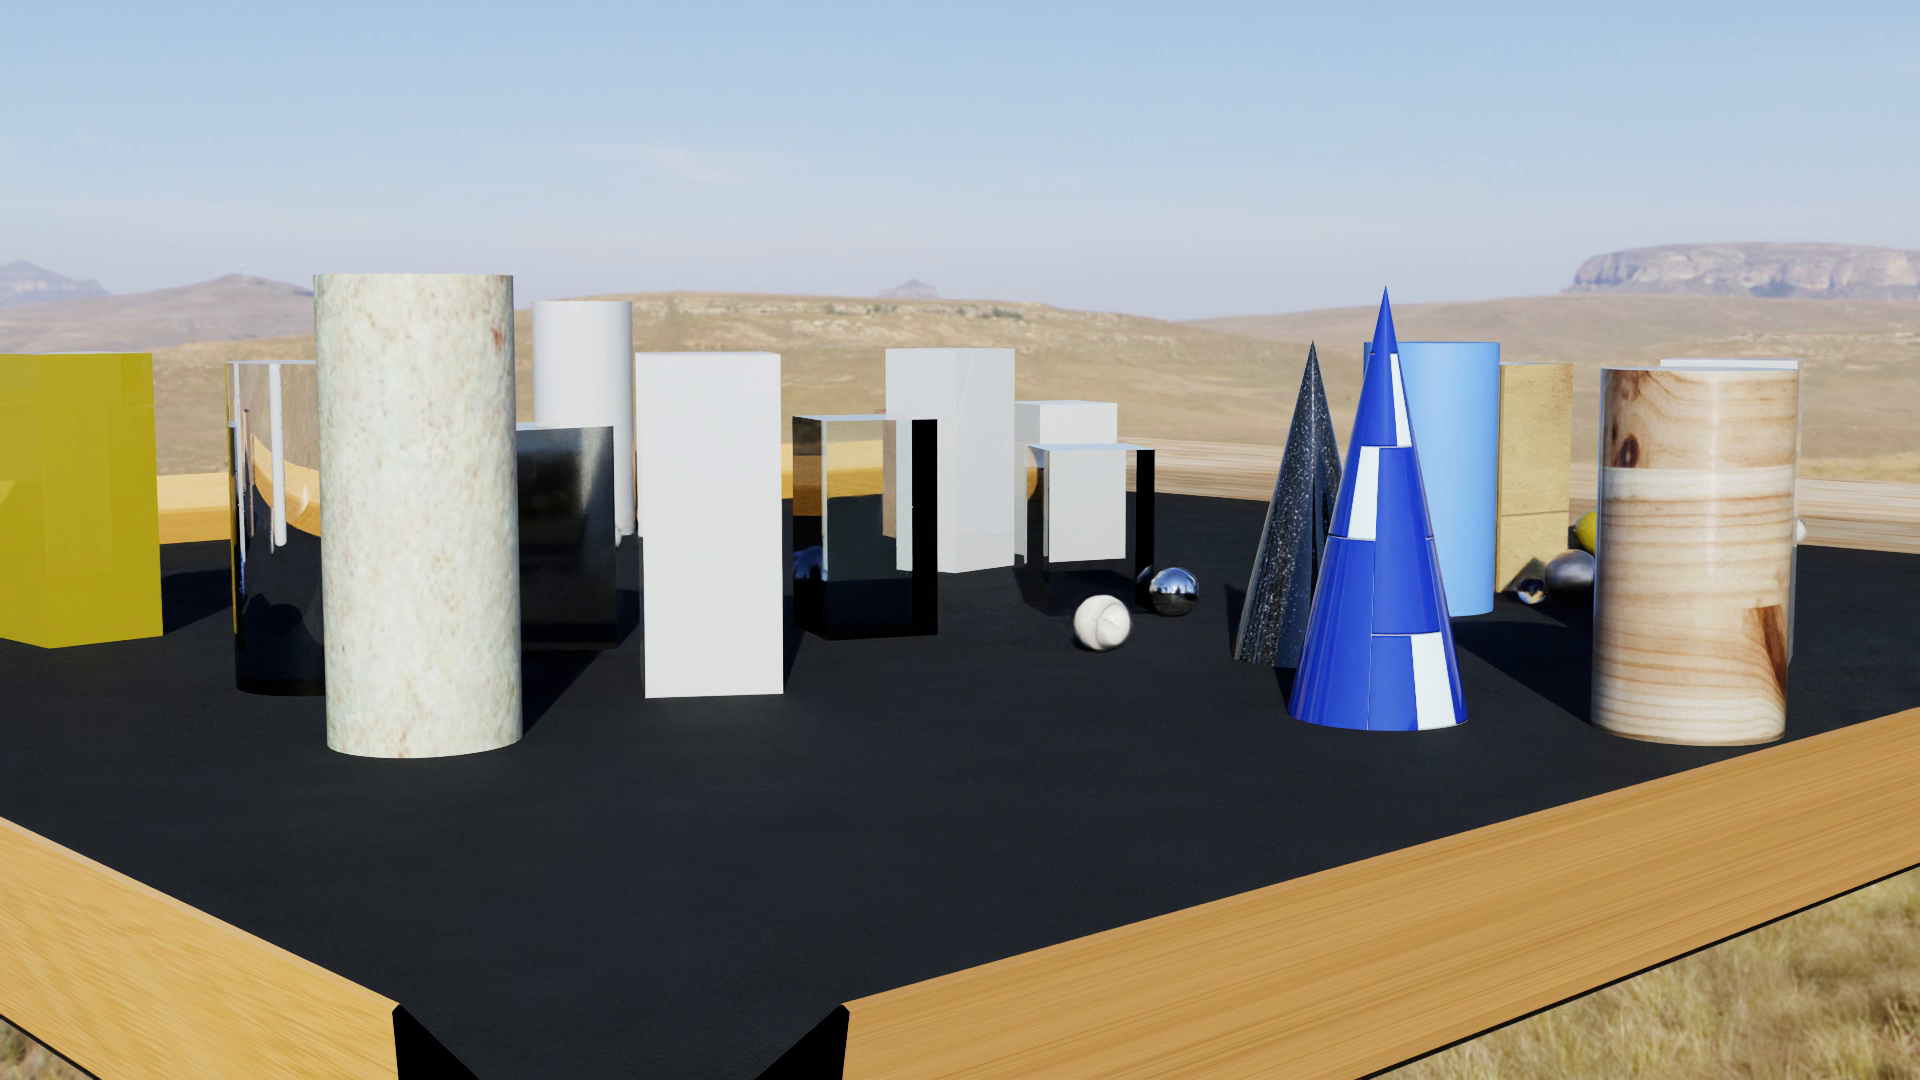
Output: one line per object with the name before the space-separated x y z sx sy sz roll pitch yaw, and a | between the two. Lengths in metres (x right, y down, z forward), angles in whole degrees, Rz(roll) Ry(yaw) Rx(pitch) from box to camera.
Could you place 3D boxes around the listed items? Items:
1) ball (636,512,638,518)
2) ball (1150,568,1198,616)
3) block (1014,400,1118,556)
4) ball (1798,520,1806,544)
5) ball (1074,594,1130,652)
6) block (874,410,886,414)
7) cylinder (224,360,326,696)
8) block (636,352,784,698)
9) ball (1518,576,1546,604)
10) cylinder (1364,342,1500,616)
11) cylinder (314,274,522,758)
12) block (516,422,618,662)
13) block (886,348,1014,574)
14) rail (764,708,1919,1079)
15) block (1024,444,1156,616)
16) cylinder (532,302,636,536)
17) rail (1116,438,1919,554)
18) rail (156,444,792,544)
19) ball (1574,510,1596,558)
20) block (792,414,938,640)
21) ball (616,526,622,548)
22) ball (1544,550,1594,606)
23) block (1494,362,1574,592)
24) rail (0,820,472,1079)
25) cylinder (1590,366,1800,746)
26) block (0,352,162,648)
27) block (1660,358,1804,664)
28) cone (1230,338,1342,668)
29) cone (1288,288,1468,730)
ball | -0.621 -0.051 4.455 0.067 0.067 0.067 0 6 0
ball | 0.312 0.076 3.212 0.071 0.071 0.071 0 6 0
block | 0.180 -0.115 4.054 0.159 0.277 0.159 -3 7 -26
ball | 1.568 -0.017 4.162 0.059 0.059 0.059 0 6 0
ball | 0.186 0.109 2.881 0.075 0.075 0.075 0 6 0
block | -0.067 -0.134 4.379 0.159 0.247 0.159 -3 7 -25
cylinder | -0.767 -0.020 2.626 0.199 0.384 0.199 0 6 0
block | -0.299 -0.024 2.610 0.159 0.394 0.159 -1 6 -10
ball | 0.870 0.077 3.344 0.043 0.043 0.043 0 6 0
cylinder | 0.701 -0.096 3.292 0.199 0.397 0.199 0 6 0
cylinder | -0.557 -0.031 2.270 0.199 0.480 0.199 0 6 0
block | -0.566 -0.003 2.893 0.159 0.294 0.159 6 8 43
block | -0.017 -0.144 3.837 0.159 0.379 0.159 5 8 40
rail | 1.126 0.160 2.118 3.551 0.129 0.045 -5 8 -42
block | 0.192 -0.018 3.295 0.159 0.242 0.159 -1 6 -11
cylinder | -0.752 -0.245 4.399 0.199 0.463 0.199 0 6 0
rail | 1.287 -0.090 4.513 0.045 0.129 3.369 -5 8 -42
rail | -1.126 -0.093 4.546 3.551 0.129 0.045 -5 8 -42
ball | 1.154 -0.011 3.970 0.089 0.089 0.089 0 6 0
block | -0.133 -0.022 3.062 0.159 0.297 0.159 -2 6 -21
ball | -0.654 -0.005 4.096 0.050 0.050 0.050 0 6 0
ball | 0.928 0.057 3.324 0.086 0.086 0.086 0 6 0
block | 0.876 -0.107 3.576 0.159 0.360 0.159 -4 7 -34
rail | -1.287 0.157 2.150 0.045 0.129 3.369 -5 8 -42
cylinder | 0.778 0.010 2.336 0.199 0.384 0.199 0 6 0
block | -1.208 -0.061 2.999 0.159 0.388 0.159 6 8 43
block | 0.973 -0.037 2.787 0.159 0.384 0.159 3 6 24
cone | 0.450 -0.053 2.823 0.199 0.409 0.199 0 6 0
cone | 0.463 -0.043 2.413 0.199 0.474 0.199 0 6 0
